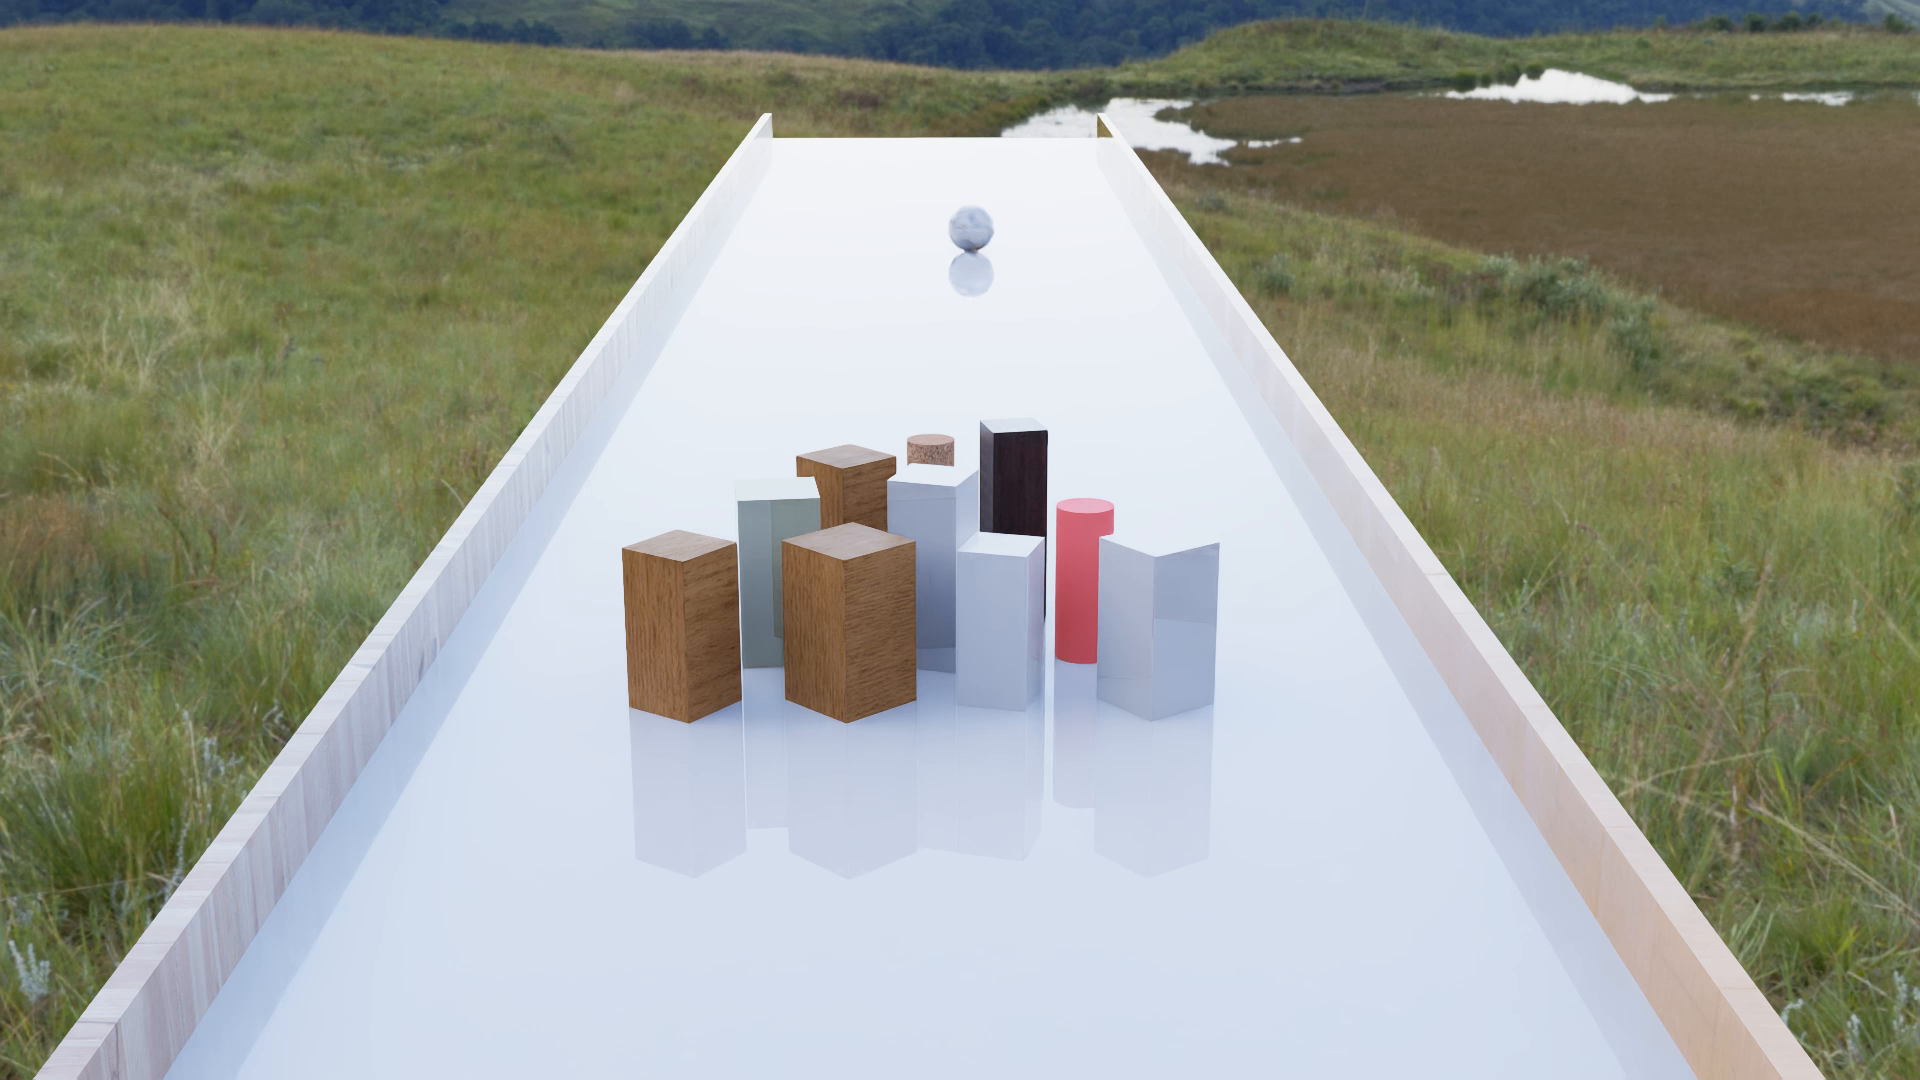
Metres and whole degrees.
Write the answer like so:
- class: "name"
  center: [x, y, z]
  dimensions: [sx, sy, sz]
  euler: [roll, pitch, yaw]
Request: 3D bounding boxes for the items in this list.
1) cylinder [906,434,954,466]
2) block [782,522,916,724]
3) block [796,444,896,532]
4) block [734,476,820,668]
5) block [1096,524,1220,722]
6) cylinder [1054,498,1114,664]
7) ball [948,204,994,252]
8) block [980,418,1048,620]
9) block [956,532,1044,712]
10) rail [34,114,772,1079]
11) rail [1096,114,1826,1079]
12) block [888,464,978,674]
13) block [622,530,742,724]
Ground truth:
- class: "cylinder"
  center: [-0.065, -0.068, 4.891]
  dimensions: [0.105, 0.321, 0.105]
  euler: [0, 17, 0]
- class: "block"
  center: [-0.208, 0.153, 4.156]
  dimensions: [0.178, 0.317, 0.178]
  euler: [-15, 22, -42]
- class: "block"
  center: [-0.236, -0.005, 4.622]
  dimensions: [0.148, 0.354, 0.148]
  euler: [-15, 22, -41]
- class: "block"
  center: [-0.364, 0.064, 4.405]
  dimensions: [0.161, 0.346, 0.161]
  euler: [-2, 17, -8]
- class: "block"
  center: [0.372, 0.153, 4.150]
  dimensions: [0.158, 0.320, 0.158]
  euler: [-12, 20, -35]
- class: "cylinder"
  center: [0.248, 0.081, 4.404]
  dimensions: [0.115, 0.313, 0.115]
  euler: [0, 17, 0]
- class: "ball"
  center: [0.047, -1.323, 9.325]
  dimensions: [0.200, 0.200, 0.200]
  euler: [0, 17, 0]
- class: "block"
  center: [0.112, -0.041, 4.636]
  dimensions: [0.117, 0.415, 0.117]
  euler: [-4, 17, -13]
- class: "block"
  center: [0.077, 0.154, 4.173]
  dimensions: [0.134, 0.306, 0.134]
  euler: [5, 17, 16]
- class: "rail"
  center: [-1.118, -0.838, 7.780]
  dimensions: [0.050, 0.150, 12.000]
  euler: [0, 17, -1]
- class: "rail"
  center: [0.932, -0.844, 7.801]
  dimensions: [0.050, 0.150, 12.000]
  euler: [0, 17, -1]
- class: "block"
  center: [-0.052, 0.055, 4.370]
  dimensions: [0.141, 0.383, 0.141]
  euler: [6, 17, 18]
- class: "block"
  center: [-0.522, 0.160, 4.137]
  dimensions: [0.151, 0.315, 0.151]
  euler: [11, 20, 33]
